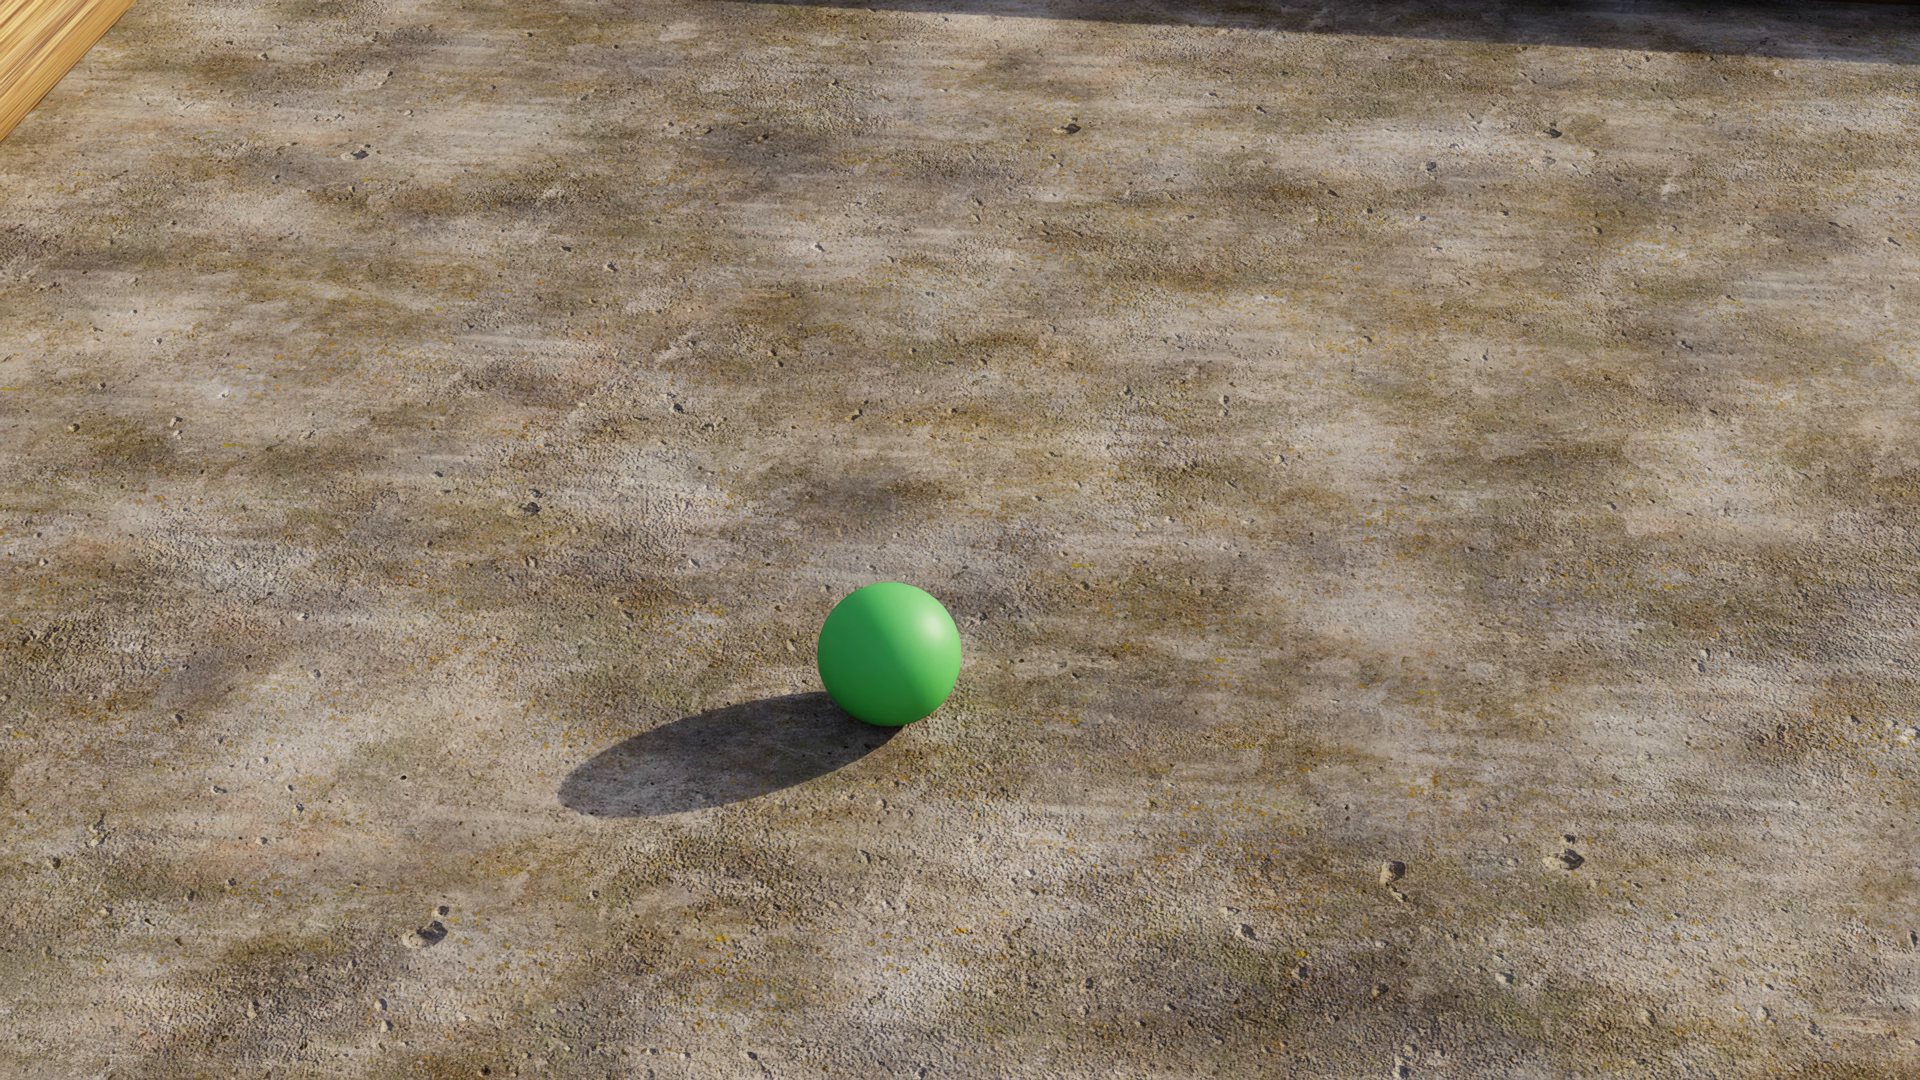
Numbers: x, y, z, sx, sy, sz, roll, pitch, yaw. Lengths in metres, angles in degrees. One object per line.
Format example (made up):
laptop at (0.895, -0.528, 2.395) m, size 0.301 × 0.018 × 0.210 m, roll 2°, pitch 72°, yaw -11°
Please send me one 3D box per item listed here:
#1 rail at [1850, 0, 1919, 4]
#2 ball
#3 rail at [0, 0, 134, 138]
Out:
rail at (1.089, -0.567, 2.522) m, size 3.832 × 0.120 × 0.045 m, roll 4°, pitch 36°, yaw 6°
ball at (-0.045, 0.073, 1.643) m, size 0.093 × 0.093 × 0.093 m, roll 0°, pitch 35°, yaw 0°
rail at (-0.926, -0.090, 1.848) m, size 0.045 × 0.120 × 2.204 m, roll 4°, pitch 36°, yaw 6°
